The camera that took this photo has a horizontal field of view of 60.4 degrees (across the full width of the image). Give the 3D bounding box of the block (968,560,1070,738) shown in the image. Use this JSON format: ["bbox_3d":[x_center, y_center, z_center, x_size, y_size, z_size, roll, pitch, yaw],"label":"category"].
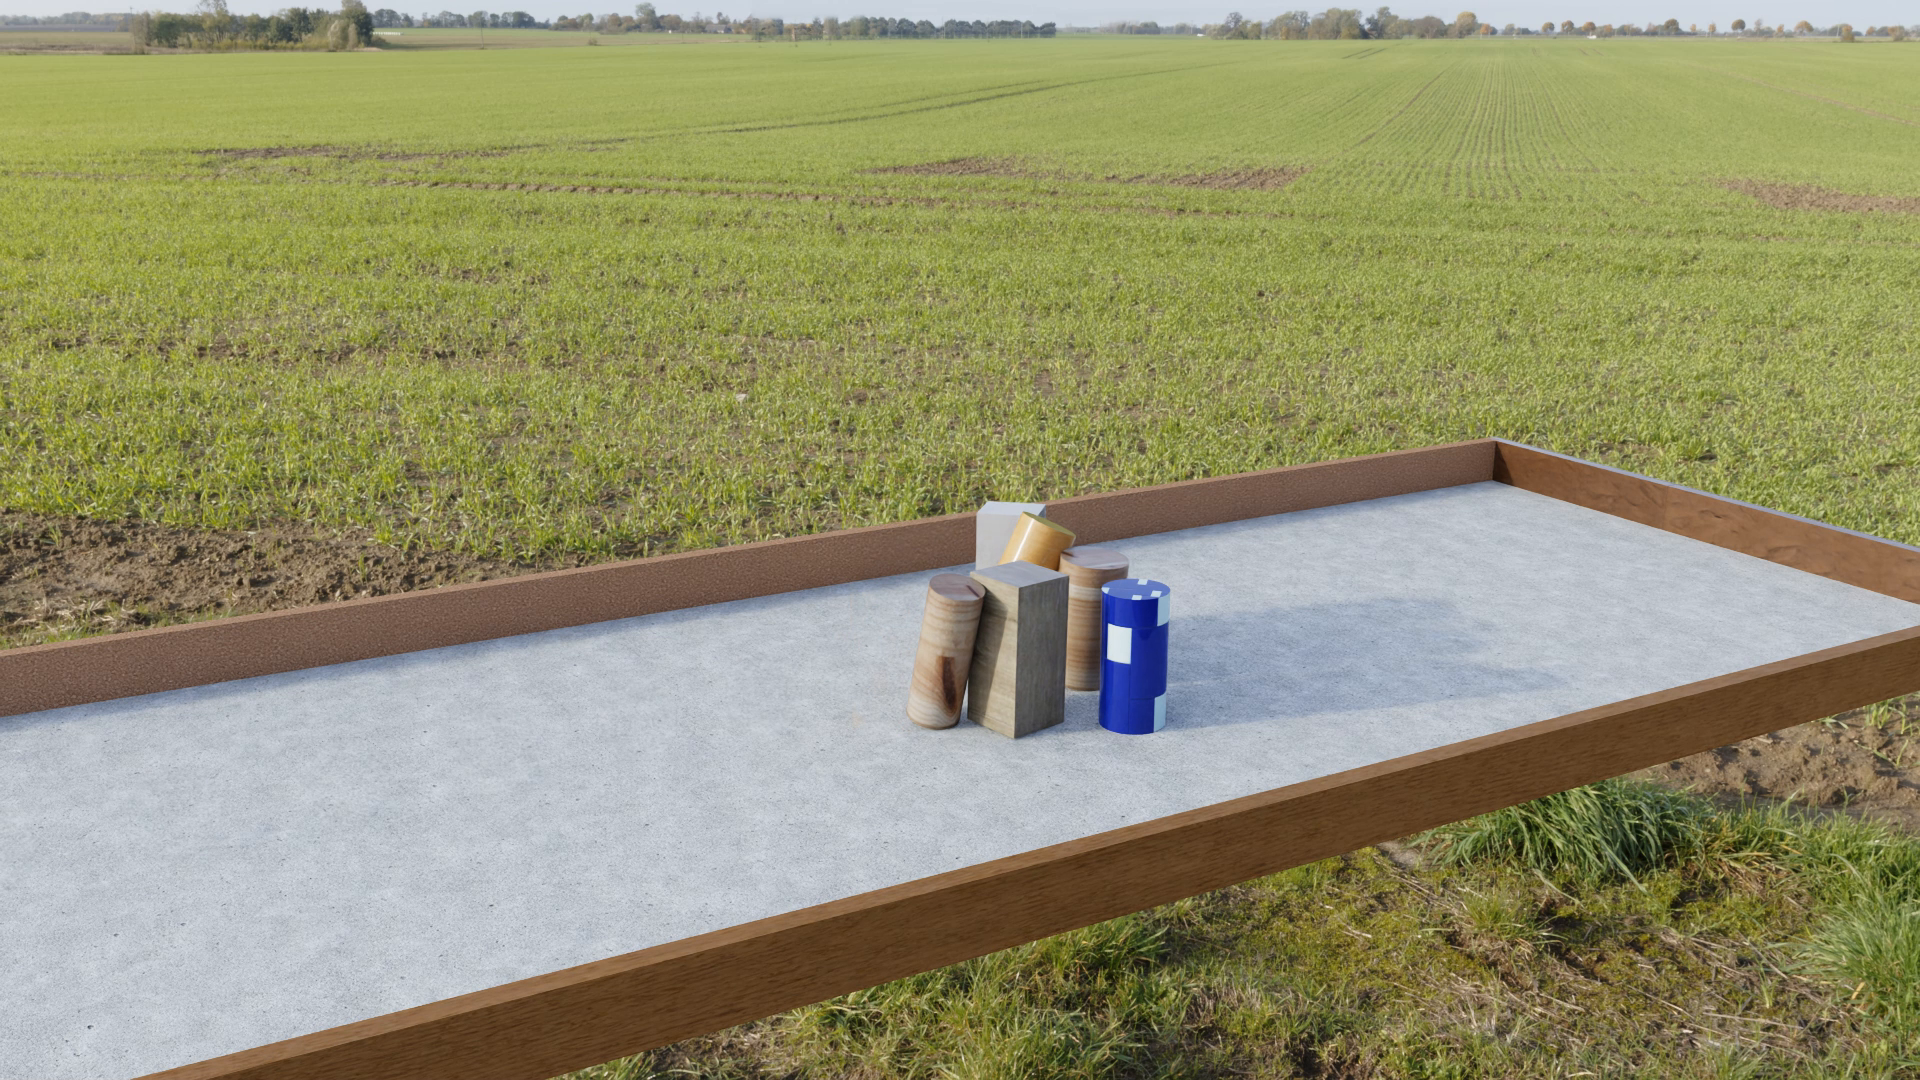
[{"bbox_3d":[0.134,0.252,3.849,0.162,0.362,0.162,-12,20,-40],"label":"block"}]

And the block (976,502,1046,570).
[{"bbox_3d":[0.133,0.100,4.340,0.157,0.373,0.157,3,13,11],"label":"block"}]

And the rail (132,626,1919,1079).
[{"bbox_3d":[-2.336,1.006,1.665,12.000,0.150,0.050,-9,18,-27],"label":"rail"}]

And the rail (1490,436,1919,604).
[{"bbox_3d":[2.466,-0.048,5.253,0.050,0.150,2.100,-9,18,-27],"label":"rail"}]

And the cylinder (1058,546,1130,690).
[{"bbox_3d":[0.318,0.194,4.107,0.171,0.318,0.171,5,18,-2],"label":"cylinder"}]

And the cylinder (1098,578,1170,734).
[{"bbox_3d":[0.406,0.271,3.848,0.158,0.329,0.158,0,16,0],"label":"cylinder"}]

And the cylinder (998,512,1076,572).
[{"bbox_3d":[0.145,0.134,4.165,0.149,0.387,0.149,24,7,-3],"label":"cylinder"}]

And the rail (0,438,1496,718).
[{"bbox_3d":[-3.305,0.497,3.399,12.000,0.150,0.050,-9,18,-27],"label":"rail"}]

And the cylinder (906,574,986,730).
[{"bbox_3d":[-0.035,0.260,3.823,0.129,0.345,0.129,9,26,-4],"label":"cylinder"}]
